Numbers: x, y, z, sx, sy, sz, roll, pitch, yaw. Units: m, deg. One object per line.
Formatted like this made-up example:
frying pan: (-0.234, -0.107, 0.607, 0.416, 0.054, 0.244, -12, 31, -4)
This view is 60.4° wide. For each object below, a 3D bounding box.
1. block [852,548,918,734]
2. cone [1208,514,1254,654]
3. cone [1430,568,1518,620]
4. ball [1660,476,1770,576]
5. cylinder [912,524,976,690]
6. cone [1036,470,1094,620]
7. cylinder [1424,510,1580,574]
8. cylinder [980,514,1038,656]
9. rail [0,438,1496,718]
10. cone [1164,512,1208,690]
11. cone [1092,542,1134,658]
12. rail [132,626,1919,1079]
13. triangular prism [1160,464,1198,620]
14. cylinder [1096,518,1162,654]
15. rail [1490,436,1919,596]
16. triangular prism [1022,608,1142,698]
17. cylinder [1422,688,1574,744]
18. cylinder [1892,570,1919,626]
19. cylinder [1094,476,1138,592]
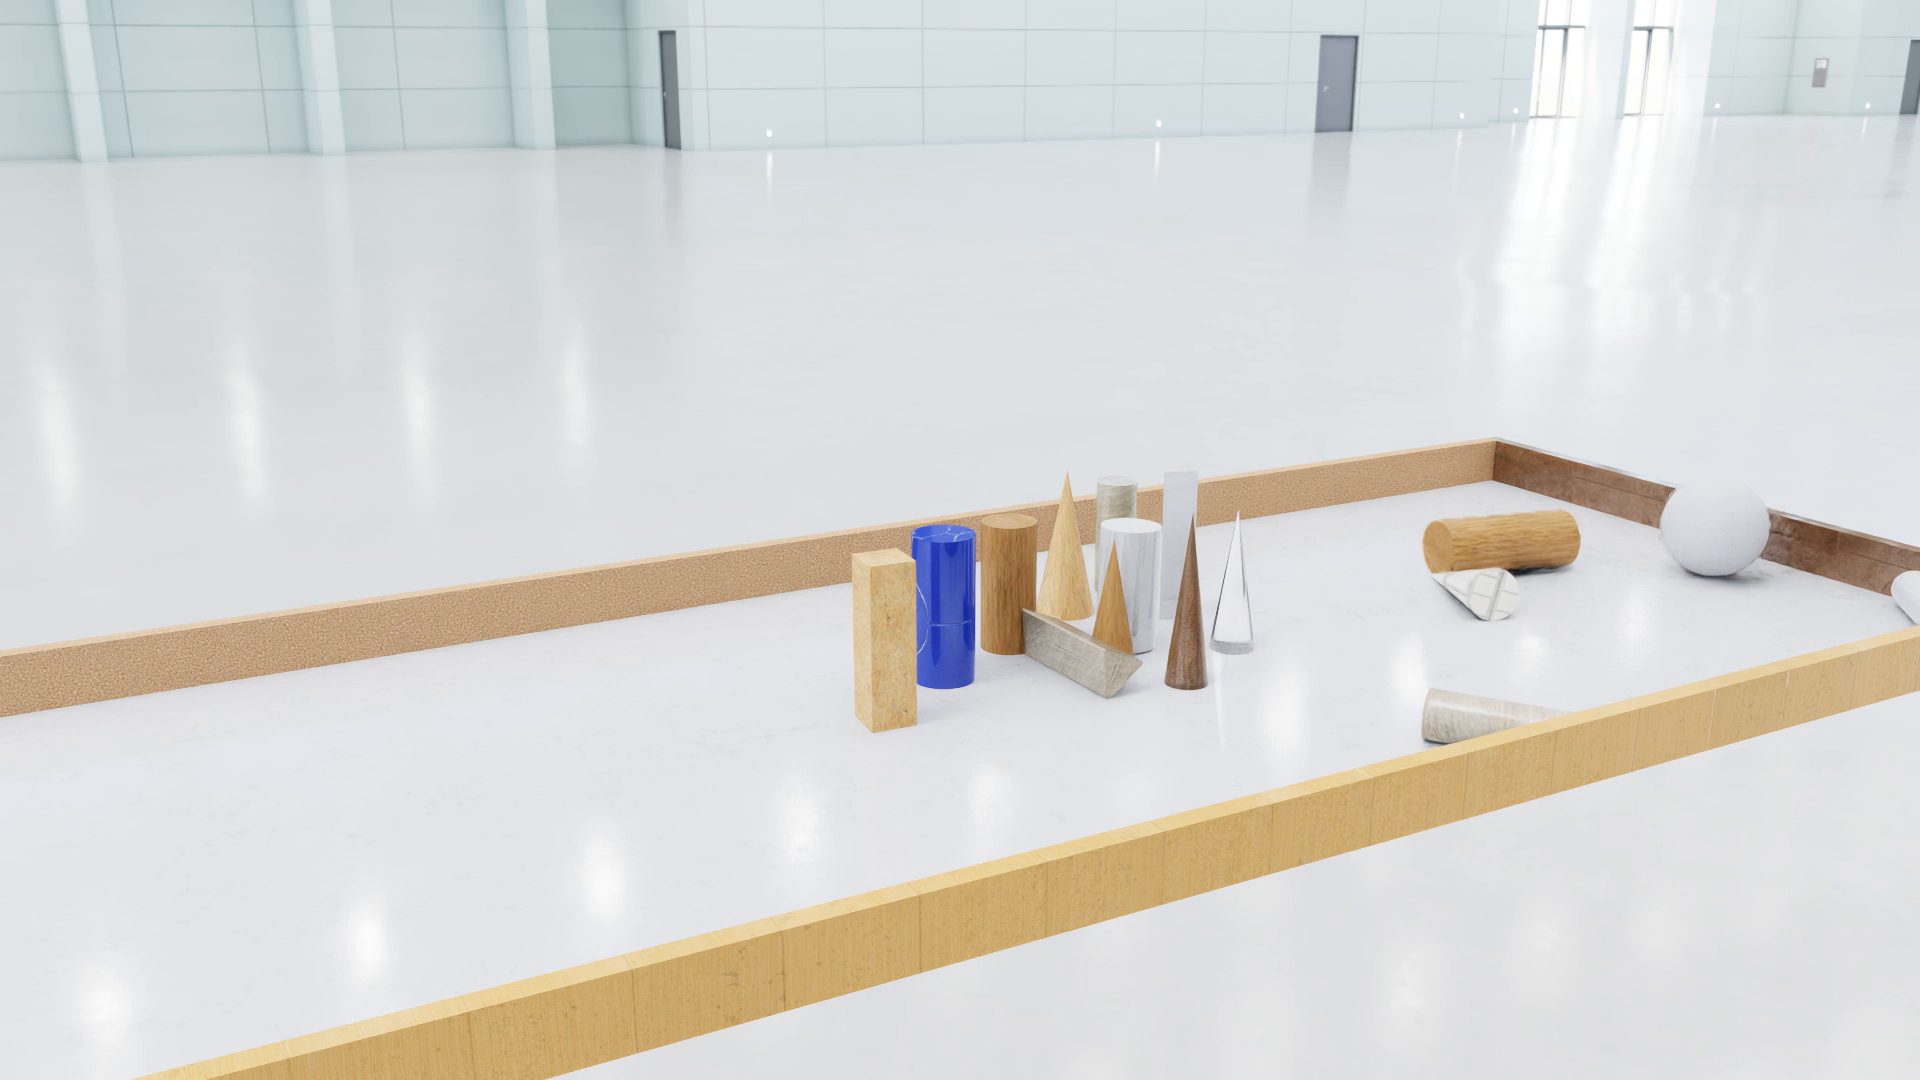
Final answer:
block: (-0.175, 0.234, 3.843, 0.112, 0.404, 0.112, -7, 18, -24)
cone: (0.723, 0.102, 4.333, 0.121, 0.380, 0.121, 0, 16, 0)
cone: (1.452, 0.126, 4.795, 0.148, 0.148, 0.435, -2, 7, -8)
ball: (2.270, -0.041, 4.961, 0.300, 0.300, 0.300, 0, 16, 0)
cylinder: (-0.041, 0.166, 4.116, 0.160, 0.380, 0.160, 0, 16, 0)
cone: (0.296, 0.003, 4.609, 0.166, 0.415, 0.166, 0, 16, 0)
cylinder: (1.646, 0.010, 5.015, 0.434, 0.171, 0.171, -5, 17, -16)
cylinder: (0.128, 0.116, 4.347, 0.148, 0.345, 0.148, 0, 16, 0)
rail: (-3.305, 0.497, 3.399, 12.000, 0.150, 0.050, -9, 18, -27)
cone: (0.567, 0.144, 4.077, 0.111, 0.444, 0.111, 0, 16, 0)
cone: (0.391, 0.157, 4.224, 0.129, 0.336, 0.129, 0, 16, 0)
rail: (-2.336, 1.006, 1.665, 12.000, 0.150, 0.050, -9, 18, -27)
triangular prism: (0.599, 0.005, 4.585, 0.092, 0.425, 0.080, -2, 16, -5)
cylinder: (0.444, 0.119, 4.359, 0.159, 0.326, 0.159, 1, 15, 0)
rail: (2.466, -0.048, 5.253, 0.050, 0.150, 2.100, -9, 18, -27)
triangular prism: (0.284, 0.262, 4.167, 0.128, 0.111, 0.366, -44, 32, -14)
cylinder: (1.214, 0.419, 3.719, 0.316, 0.119, 0.119, 9, 18, 27)
cylinder: (2.652, 0.199, 4.485, 0.109, 0.109, 0.442, 4, 17, 14)
cylinder: (0.455, -0.014, 4.819, 0.117, 0.328, 0.117, 0, 16, 0)
